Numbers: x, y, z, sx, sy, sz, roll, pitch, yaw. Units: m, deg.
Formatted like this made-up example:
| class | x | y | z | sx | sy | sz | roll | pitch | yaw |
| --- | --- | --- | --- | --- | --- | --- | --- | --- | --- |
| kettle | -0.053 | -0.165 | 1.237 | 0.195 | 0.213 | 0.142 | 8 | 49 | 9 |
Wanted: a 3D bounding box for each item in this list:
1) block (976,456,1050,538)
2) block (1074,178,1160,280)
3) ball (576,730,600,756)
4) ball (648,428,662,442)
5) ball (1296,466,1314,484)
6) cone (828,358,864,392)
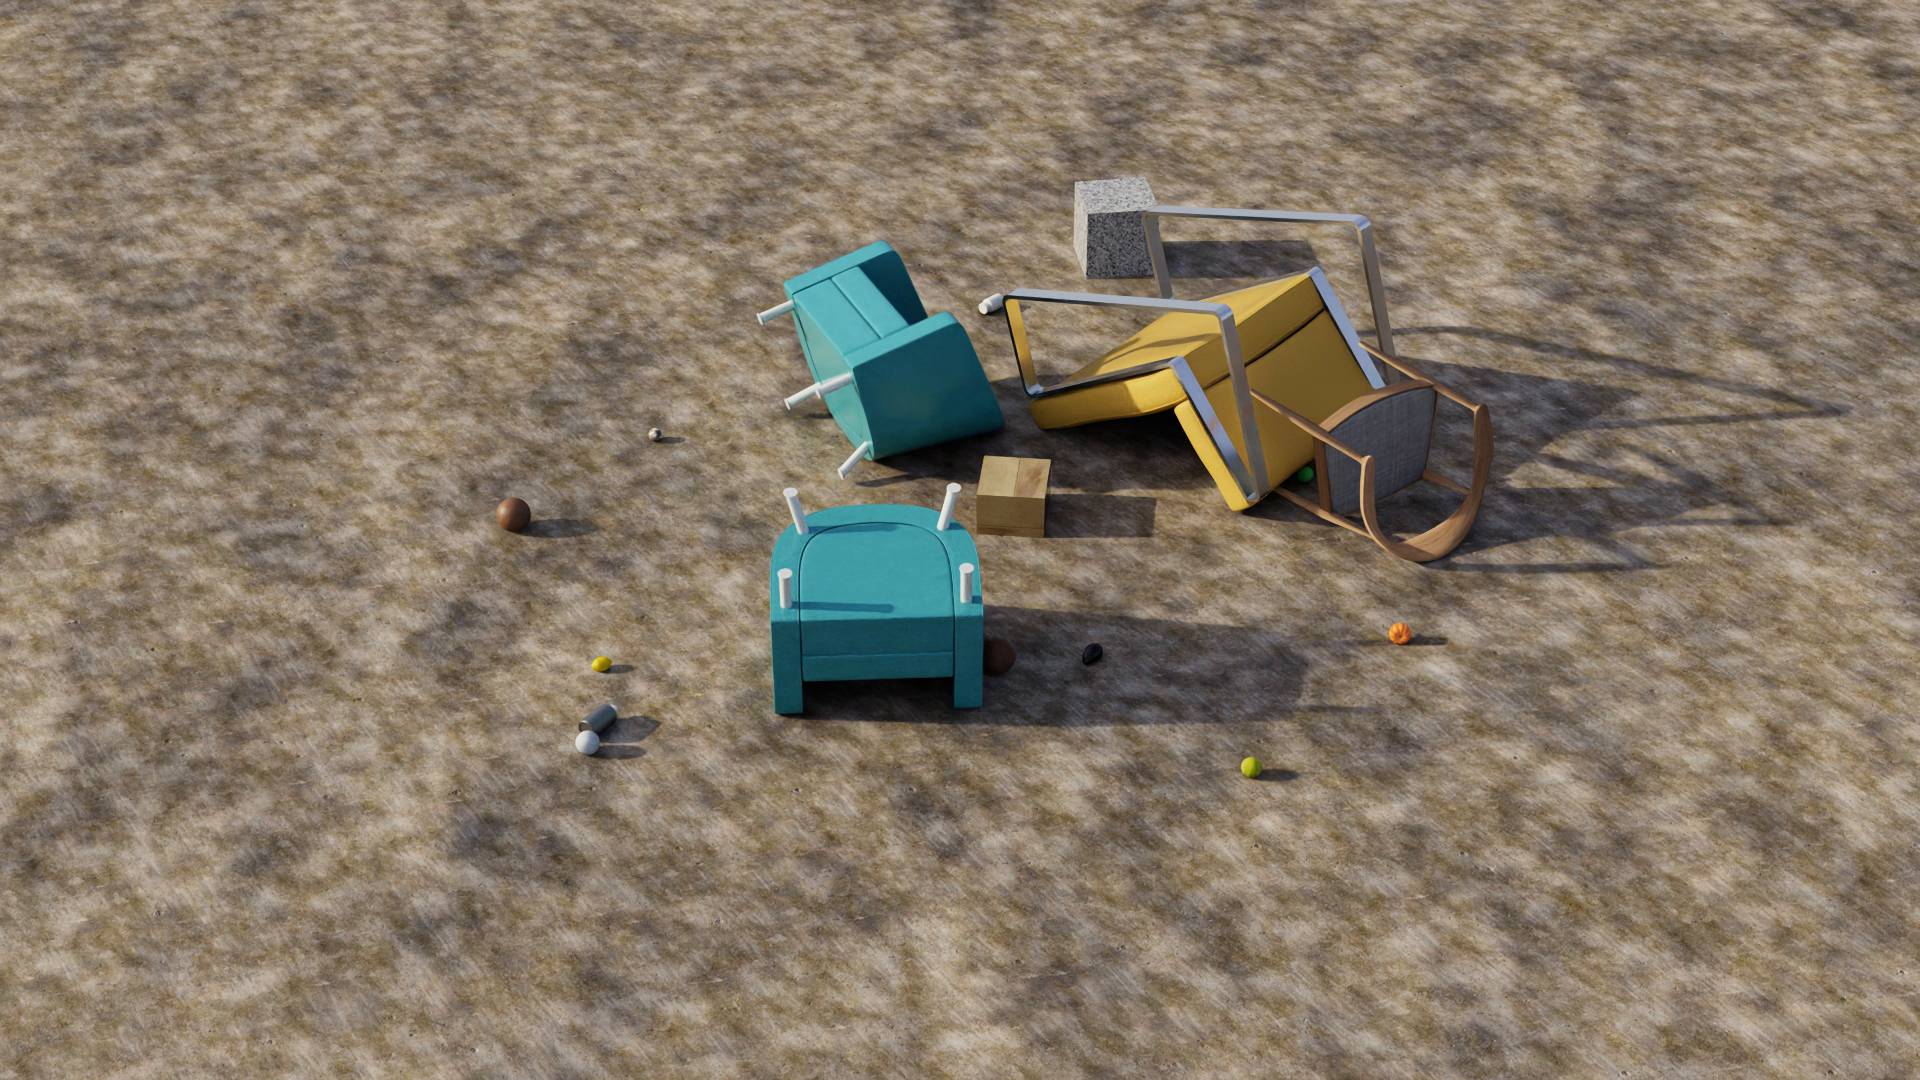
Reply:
| class | x | y | z | sx | sy | sz | roll | pitch | yaw |
| --- | --- | --- | --- | --- | --- | --- | --- | --- | --- |
| block | 0.203 | -0.163 | 11.033 | 0.253 | 0.175 | 0.276 | 3 | 34 | 5 |
| block | 0.676 | -1.353 | 12.713 | 0.311 | 0.314 | 0.310 | -4 | 34 | -7 |
| ball | -1.249 | 0.680 | 9.837 | 0.082 | 0.082 | 0.082 | 0 | 33 | 0 |
| ball | -1.199 | -0.414 | 11.525 | 0.052 | 0.052 | 0.052 | 0 | 33 | 0 |
| ball | 1.326 | -0.251 | 11.267 | 0.065 | 0.065 | 0.065 | 0 | 33 | 0 |
| cone | -0.482 | -0.633 | 11.845 | 0.130 | 0.149 | 0.163 | -30 | 60 | 10 |
